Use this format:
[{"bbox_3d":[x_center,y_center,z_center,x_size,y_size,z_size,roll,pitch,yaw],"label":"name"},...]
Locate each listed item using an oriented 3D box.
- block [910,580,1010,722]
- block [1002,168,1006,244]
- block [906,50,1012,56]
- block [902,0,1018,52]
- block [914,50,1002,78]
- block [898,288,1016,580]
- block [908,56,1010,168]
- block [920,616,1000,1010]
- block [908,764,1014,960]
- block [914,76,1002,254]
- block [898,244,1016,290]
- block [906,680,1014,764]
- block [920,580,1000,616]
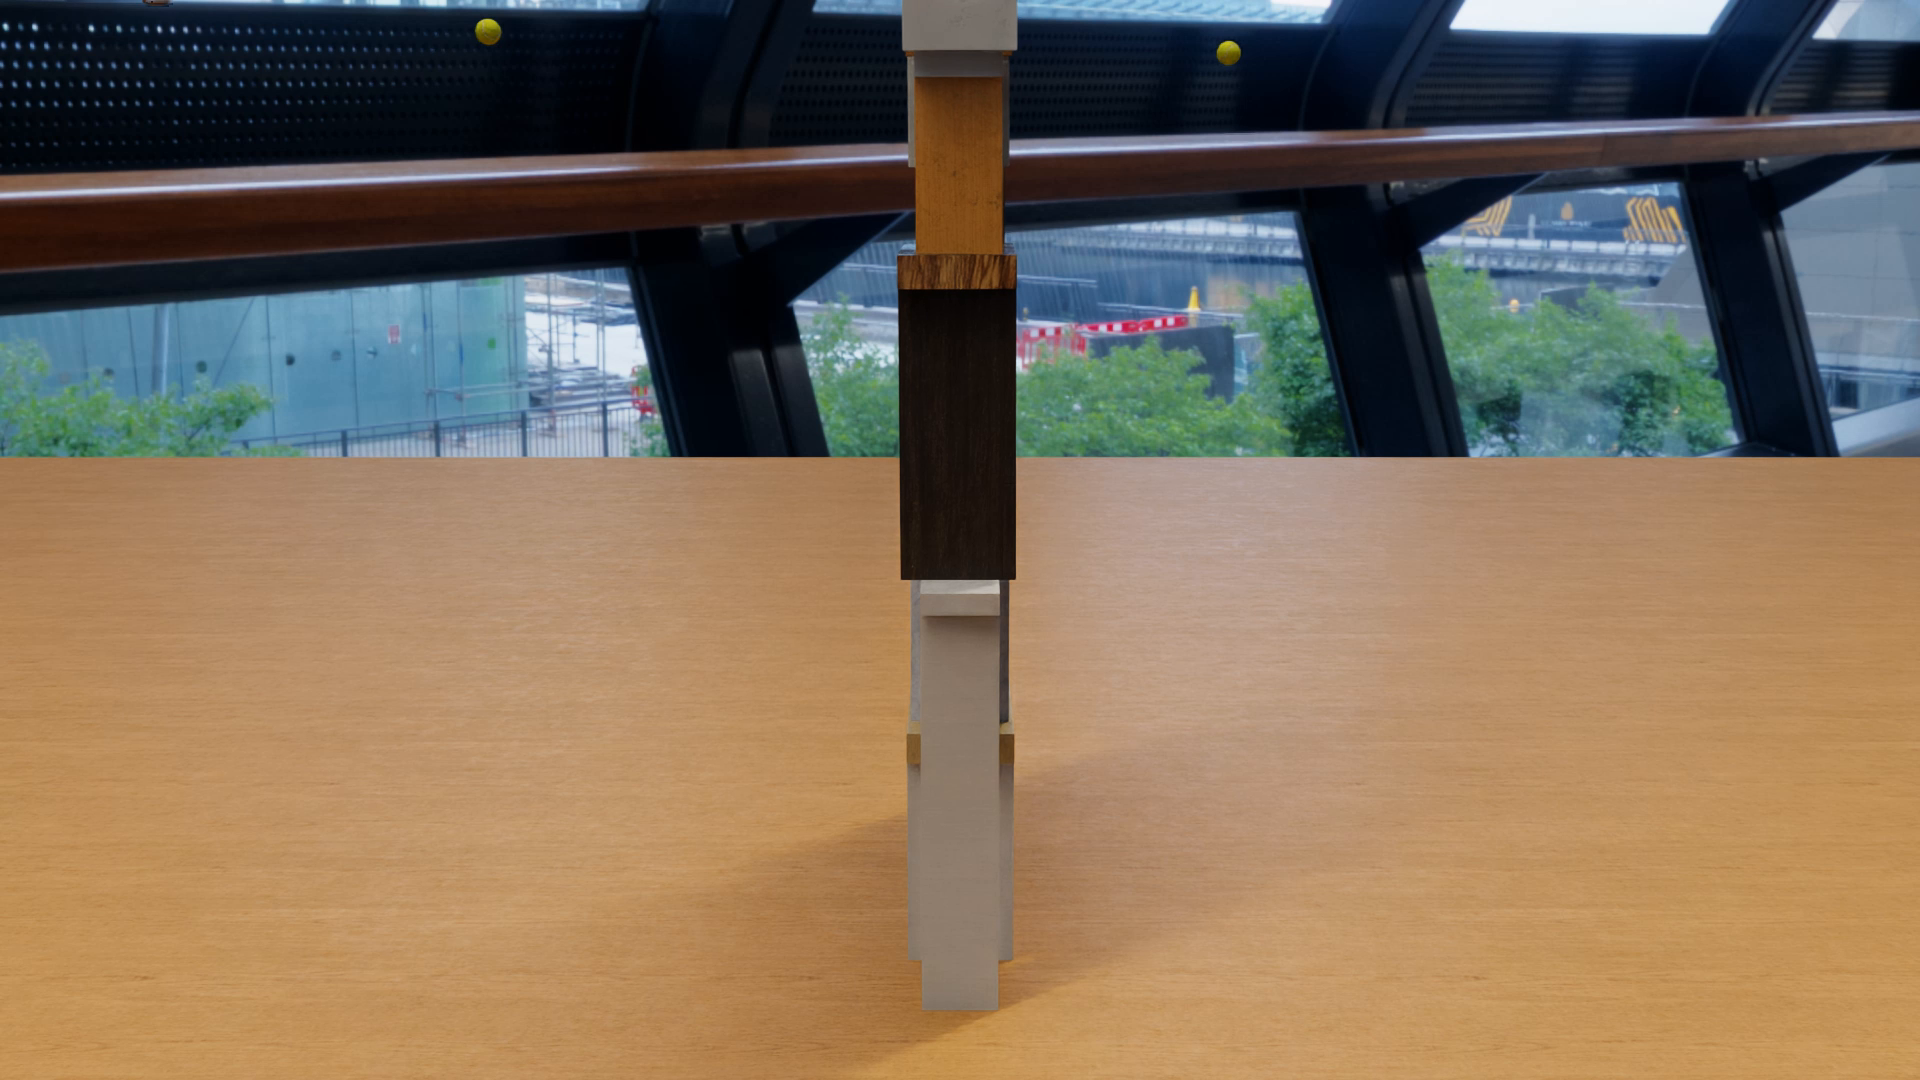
[{"bbox_3d":[0.000,0.126,3.337,0.148,0.297,0.042,0,11,0],"label":"block"},{"bbox_3d":[0.003,-0.449,3.418,0.133,0.265,0.038,0,10,0],"label":"block"},{"bbox_3d":[-0.002,-0.848,3.139,0.154,0.308,0.044,0,10,0],"label":"block"},{"bbox_3d":[-0.001,-0.811,2.936,0.154,0.308,0.044,0,11,0],"label":"block"},{"bbox_3d":[-0.002,-0.667,3.100,0.120,0.034,0.240,0,10,0],"label":"block"},{"bbox_3d":[-0.003,-0.152,3.125,0.165,0.416,0.047,0,10,0],"label":"block"},{"bbox_3d":[-0.002,-0.728,3.270,0.151,0.342,0.043,0,10,0],"label":"block"},{"bbox_3d":[0.000,0.388,3.142,0.111,0.589,0.031,0,11,0],"label":"block"},{"bbox_3d":[0.001,0.482,3.366,0.161,0.322,0.046,0,11,0],"label":"block"},{"bbox_3d":[-0.002,-0.518,3.046,0.120,0.240,0.034,0,10,0],"label":"block"},{"bbox_3d":[-0.004,-0.399,3.191,0.165,0.047,0.329,0,10,0],"label":"block"},{"bbox_3d":[0.001,0.282,3.438,0.161,0.046,0.322,0,11,0],"label":"block"},{"bbox_3d":[0.000,0.070,3.158,0.111,0.031,0.221,0,10,0],"label":"block"}]
